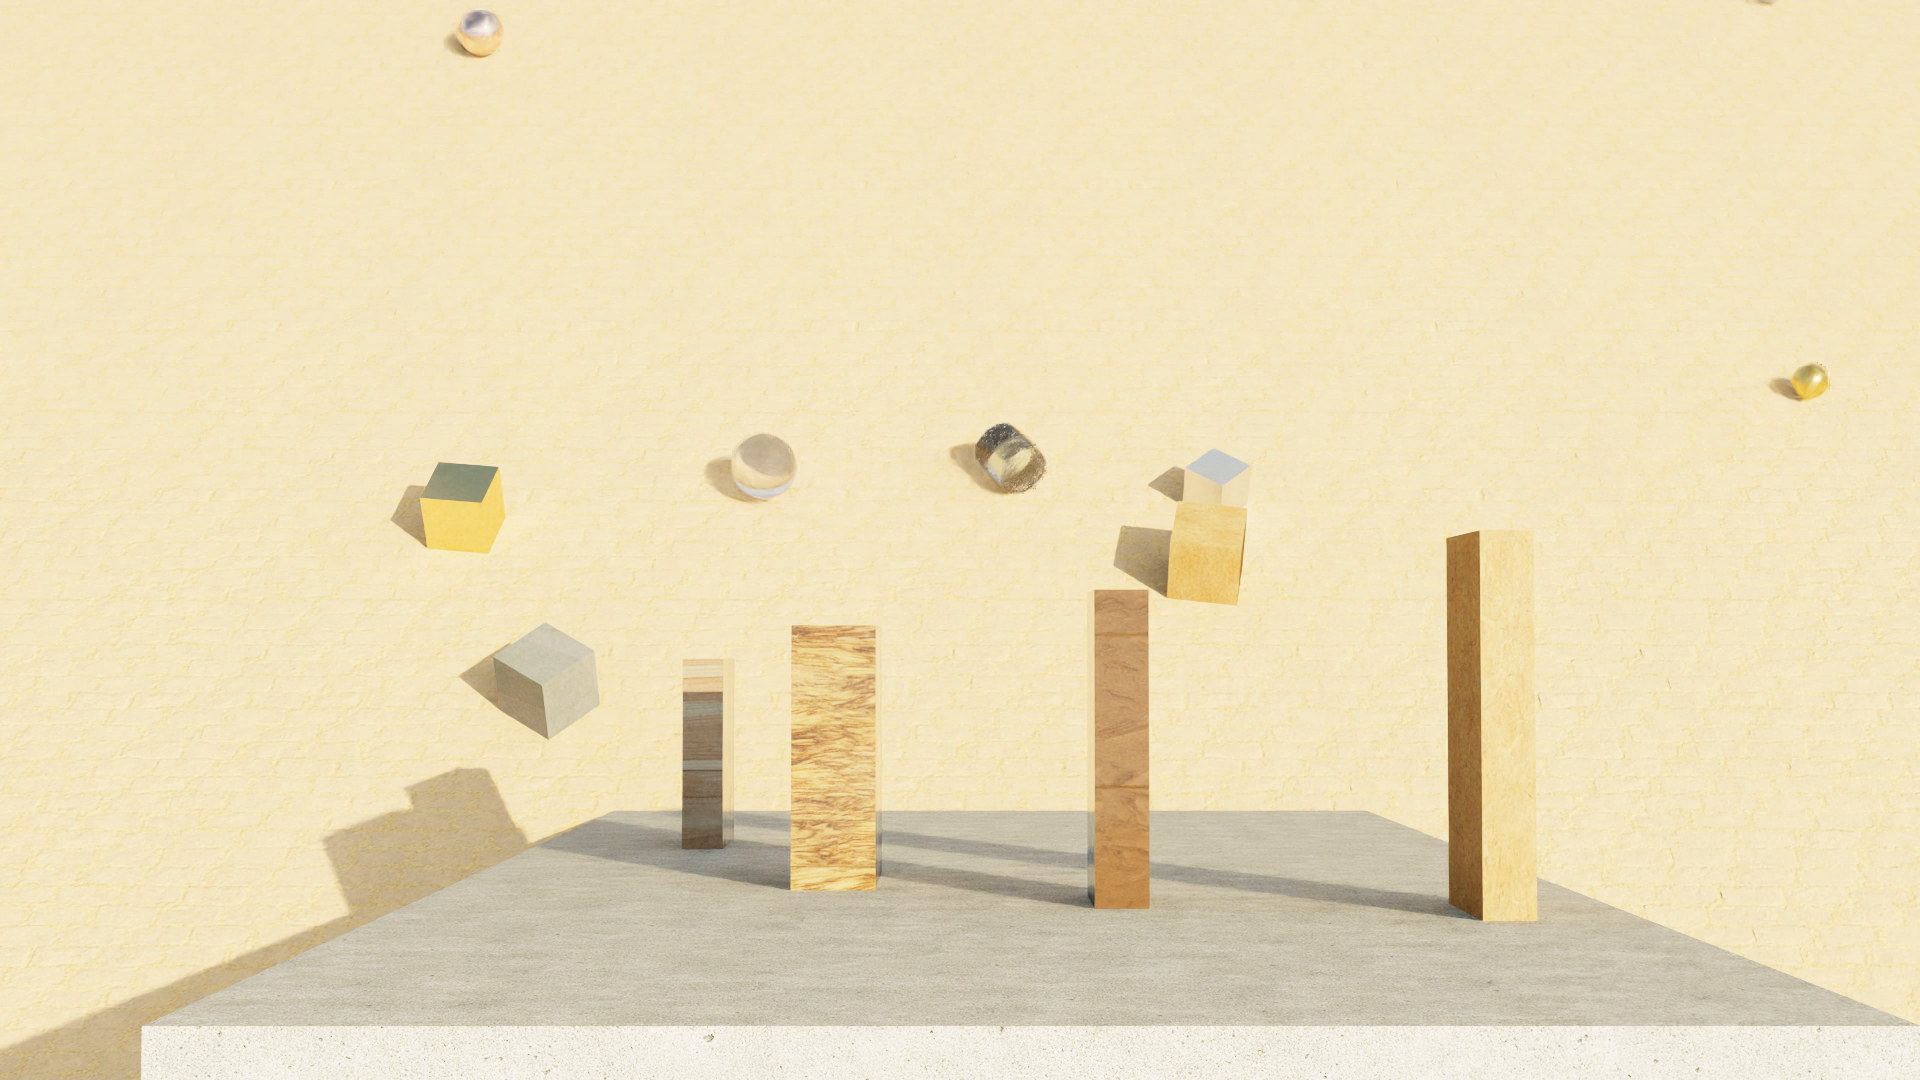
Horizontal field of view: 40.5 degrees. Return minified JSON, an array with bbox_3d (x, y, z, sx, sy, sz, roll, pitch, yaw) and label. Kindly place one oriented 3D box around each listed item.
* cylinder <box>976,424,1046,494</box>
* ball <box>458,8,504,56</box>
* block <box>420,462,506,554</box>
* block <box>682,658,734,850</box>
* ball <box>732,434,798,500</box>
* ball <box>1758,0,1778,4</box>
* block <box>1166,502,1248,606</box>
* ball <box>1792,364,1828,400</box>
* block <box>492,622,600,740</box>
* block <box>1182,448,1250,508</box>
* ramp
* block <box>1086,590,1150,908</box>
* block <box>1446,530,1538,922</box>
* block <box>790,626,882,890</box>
[{"bbox_3d":[0.159,-0.258,8.216,0.164,0.164,0.164,-18,41,-23],"label":"cylinder"},{"bbox_3d":[-1.958,-2.074,10.624,0.187,0.187,0.187,0,37,0],"label":"ball"},{"bbox_3d":[-1.523,-0.099,7.981,0.192,0.192,0.192,5,37,6],"label":"block"},{"bbox_3d":[-0.551,0.464,5.708,0.087,0.406,0.282,0,-2,0],"label":"block"},{"bbox_3d":[-0.612,-0.230,8.143,0.207,0.207,0.207,0,37,0],"label":"ball"},{"bbox_3d":[3.429,-2.340,11.025,0.133,0.133,0.133,0,37,0],"label":"ball"},{"bbox_3d":[0.740,0.039,7.781,0.210,0.210,0.210,6,37,8],"label":"block"},{"bbox_3d":[2.813,-0.525,8.612,0.117,0.117,0.117,0,37,0],"label":"ball"},{"bbox_3d":[-1.161,0.396,7.314,0.199,0.199,0.199,26,44,31],"label":"block"},{"bbox_3d":[0.800,-0.169,8.113,0.146,0.146,0.146,28,45,32],"label":"block"},{"bbox_3d":[0.081,0.683,4.918,2.000,0.100,4.000,0,-2,0],"label":"ramp"},{"bbox_3d":[0.266,0.348,4.393,0.090,0.523,0.245,0,-2,0],"label":"block"},{"bbox_3d":[0.860,0.296,4.222,0.085,0.612,0.284,0,-2,0],"label":"block"},{"bbox_3d":[-0.224,0.393,4.798,0.150,0.468,0.390,0,-2,0],"label":"block"}]
